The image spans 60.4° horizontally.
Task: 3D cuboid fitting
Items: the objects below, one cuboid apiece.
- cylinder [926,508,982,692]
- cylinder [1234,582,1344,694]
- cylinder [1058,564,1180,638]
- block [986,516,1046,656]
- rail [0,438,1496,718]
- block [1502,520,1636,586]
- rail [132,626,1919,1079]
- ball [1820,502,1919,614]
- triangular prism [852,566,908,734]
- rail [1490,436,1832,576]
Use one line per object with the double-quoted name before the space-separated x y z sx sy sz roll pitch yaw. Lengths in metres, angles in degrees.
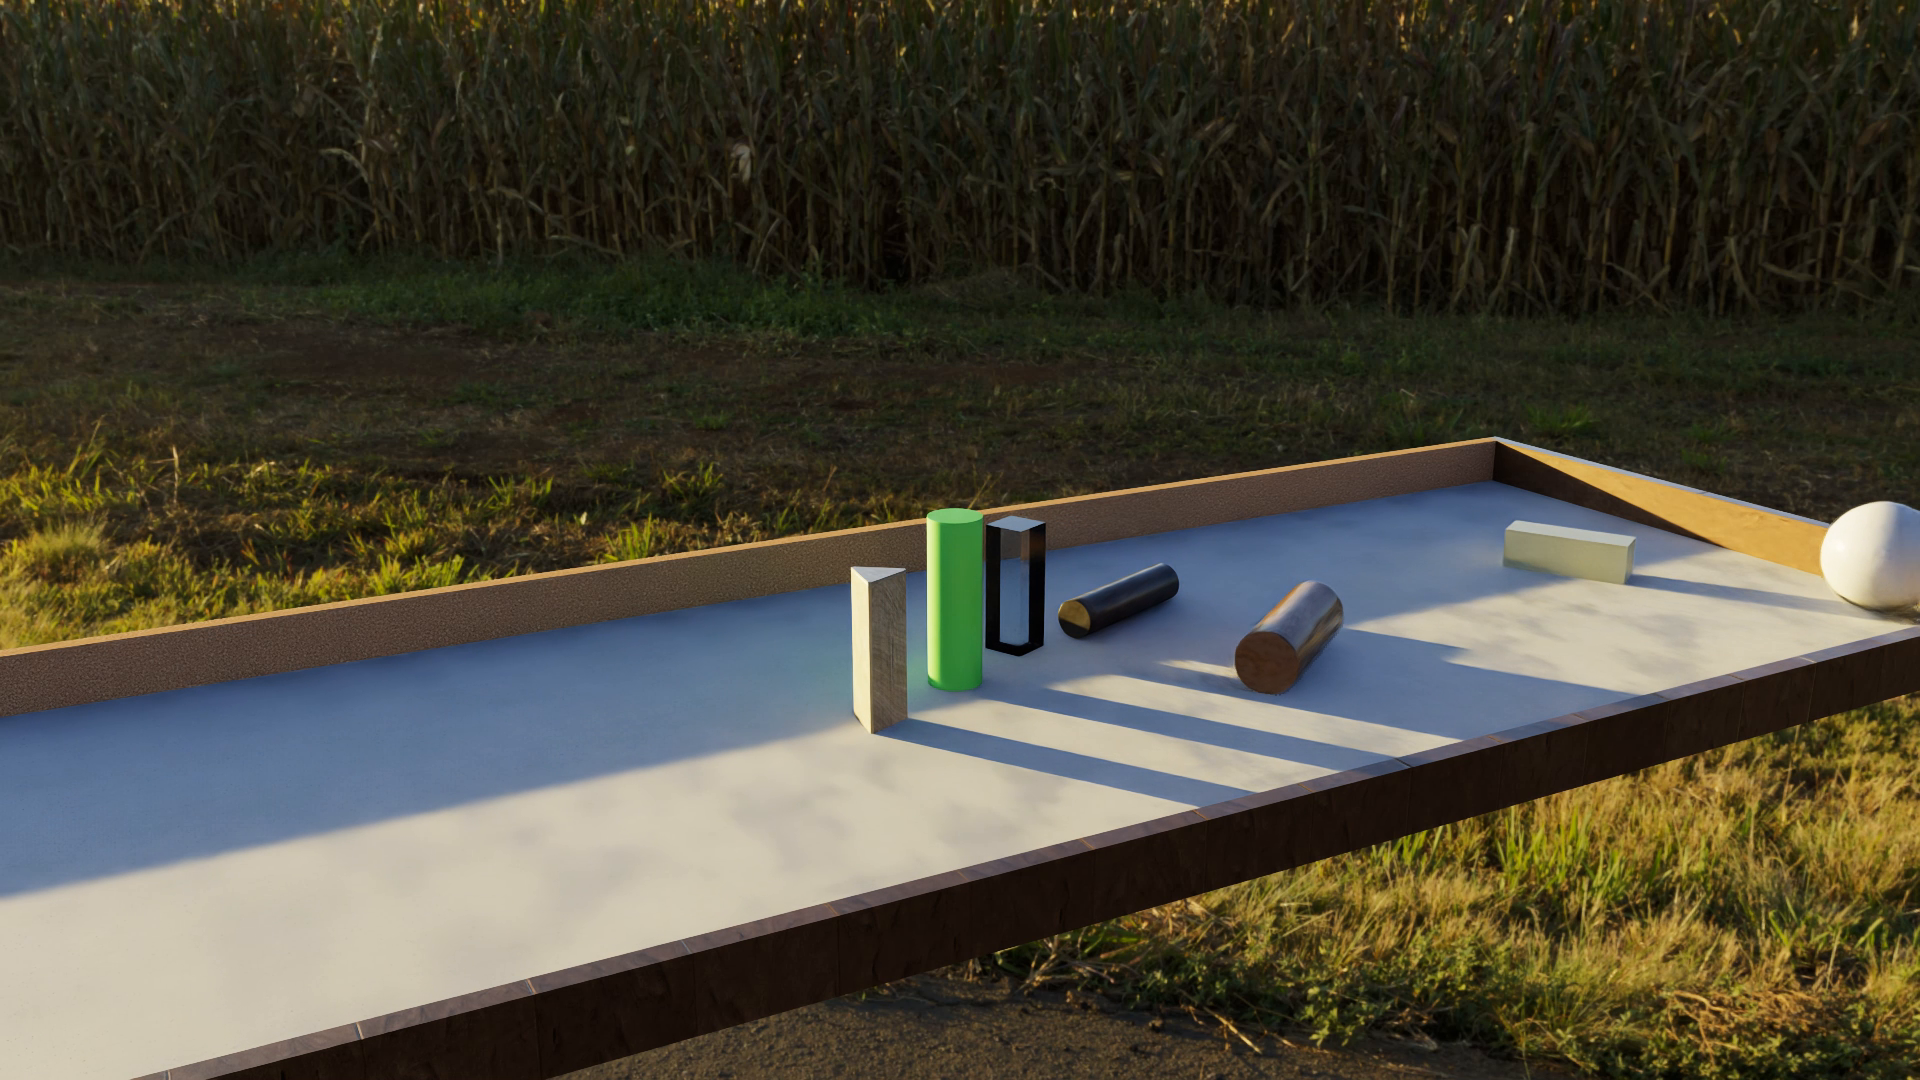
"cylinder" -0.012 0.148 4.086 0.137 0.432 0.137 0 16 0
"cylinder" 0.848 0.245 4.233 0.162 0.162 0.445 8 18 25
"cylinder" 0.447 0.166 4.597 0.107 0.107 0.437 13 21 38
"block" 0.146 0.120 4.341 0.112 0.341 0.112 12 20 36
"rail" -3.305 0.497 3.399 12.000 0.150 0.050 -9 18 -27
"block" 1.851 0.036 5.020 0.355 0.119 0.119 10 19 30
"rail" -2.336 1.006 1.665 12.000 0.150 0.050 -9 18 -27
"ball" 2.594 0.049 4.635 0.313 0.313 0.313 0 16 0
"triangular prism" -0.208 0.249 3.853 0.110 0.369 0.126 12 20 36
"rail" 2.466 -0.048 5.253 0.050 0.150 2.100 -9 18 -27
